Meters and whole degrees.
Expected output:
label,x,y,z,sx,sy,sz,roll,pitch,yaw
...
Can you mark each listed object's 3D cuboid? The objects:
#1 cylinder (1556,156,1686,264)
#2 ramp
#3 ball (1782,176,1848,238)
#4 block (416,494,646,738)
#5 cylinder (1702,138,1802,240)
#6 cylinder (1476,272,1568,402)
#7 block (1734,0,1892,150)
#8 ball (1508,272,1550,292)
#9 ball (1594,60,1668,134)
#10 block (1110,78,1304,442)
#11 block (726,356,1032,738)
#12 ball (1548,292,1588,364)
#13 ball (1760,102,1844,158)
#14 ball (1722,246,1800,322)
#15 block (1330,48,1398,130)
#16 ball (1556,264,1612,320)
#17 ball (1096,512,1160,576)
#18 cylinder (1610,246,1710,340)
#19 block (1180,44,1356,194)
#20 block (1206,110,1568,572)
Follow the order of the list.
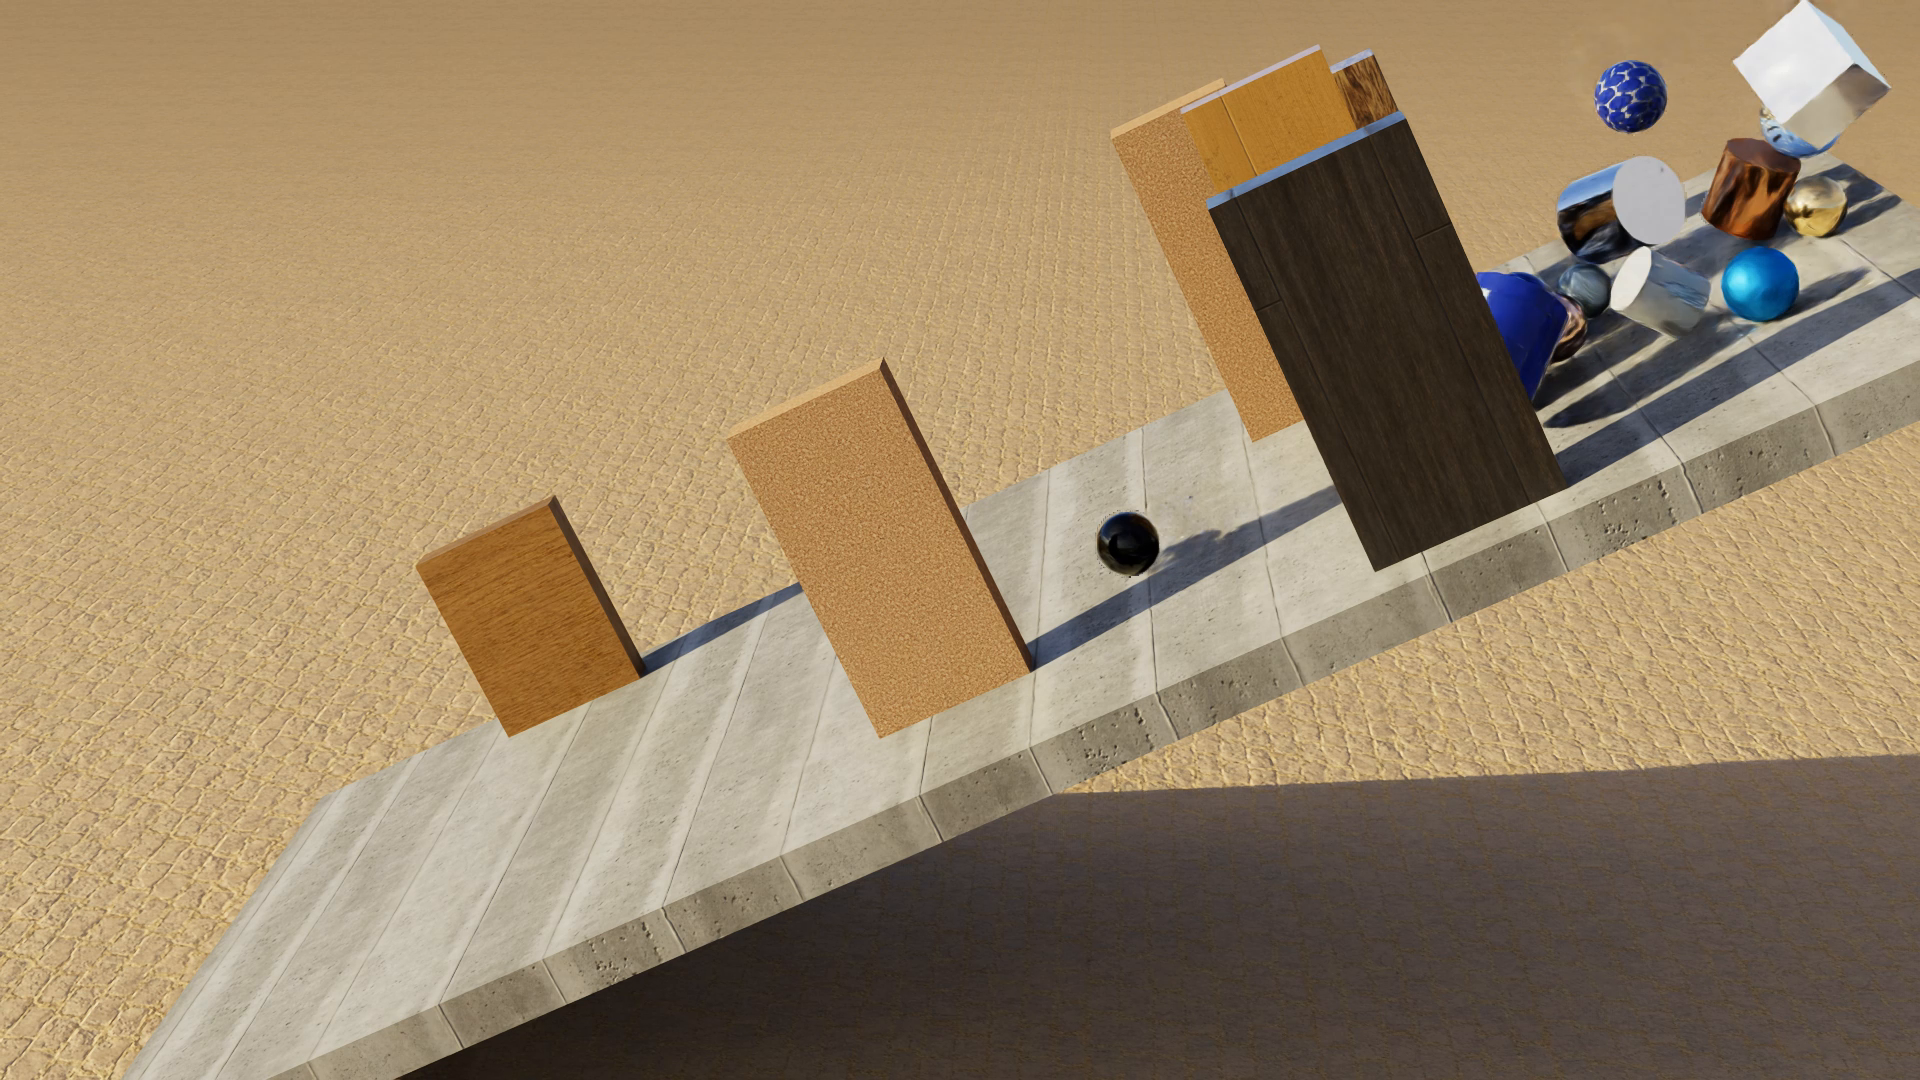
label,x,y,z,sx,sy,sz,roll,pitch,yaw
cylinder,1.364,-0.680,6.071,0.186,0.186,0.186,-8,-4,-26
ramp,0.136,0.168,6.282,4.000,0.100,2.000,-24,13,9
ball,1.738,-0.679,5.979,0.126,0.126,0.126,0,16,0
block,-1.044,0.187,7.170,0.365,0.483,0.095,-24,13,9
cylinder,1.652,-0.733,6.140,0.158,0.158,0.158,10,31,-6
cylinder,1.020,-0.368,5.579,0.204,0.204,0.204,25,-13,6
block,1.624,-0.885,5.604,0.174,0.174,0.174,15,40,-49
ball,1.192,-0.502,6.271,0.140,0.140,0.140,0,16,0
ball,1.402,-0.926,6.149,0.151,0.151,0.151,0,16,0
block,0.615,-0.618,6.518,0.271,0.749,0.141,-24,13,9
block,-0.153,0.018,5.719,0.327,0.669,0.107,-24,13,9
ball,1.190,-0.428,5.927,0.145,0.145,0.145,0,16,0
ball,1.745,-0.878,6.088,0.175,0.175,0.175,0,16,0
ball,1.529,-0.489,5.620,0.144,0.144,0.144,0,16,0
block,0.832,-0.625,6.218,0.392,0.711,0.108,-24,13,9
ball,1.303,-0.519,6.137,0.117,0.117,0.117,0,16,0
ball,0.343,0.008,6.001,0.130,0.130,0.130,0,16,0
cylinder,1.375,-0.484,5.777,0.138,0.138,0.138,24,11,-13
block,0.754,-0.575,5.985,0.303,0.799,0.082,-24,13,9
block,0.764,-0.350,5.256,0.375,0.730,0.108,-24,13,9
